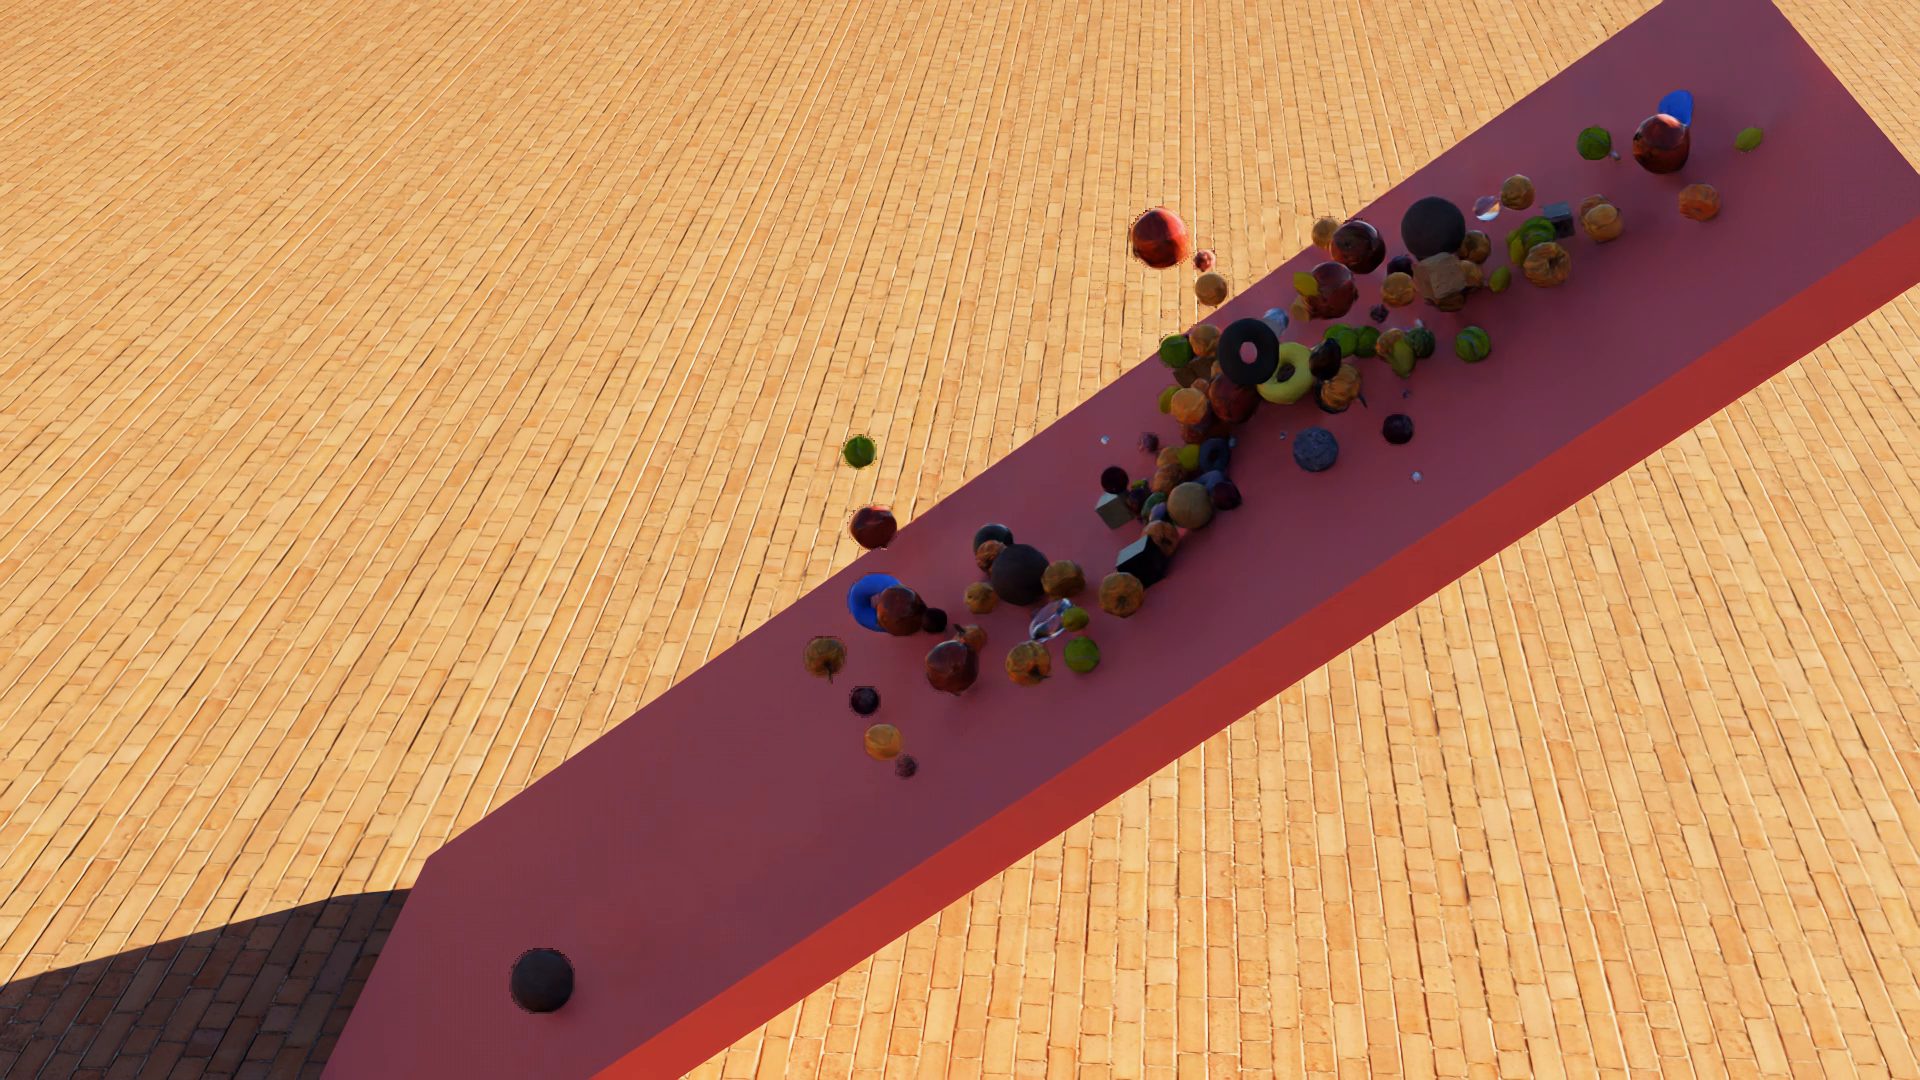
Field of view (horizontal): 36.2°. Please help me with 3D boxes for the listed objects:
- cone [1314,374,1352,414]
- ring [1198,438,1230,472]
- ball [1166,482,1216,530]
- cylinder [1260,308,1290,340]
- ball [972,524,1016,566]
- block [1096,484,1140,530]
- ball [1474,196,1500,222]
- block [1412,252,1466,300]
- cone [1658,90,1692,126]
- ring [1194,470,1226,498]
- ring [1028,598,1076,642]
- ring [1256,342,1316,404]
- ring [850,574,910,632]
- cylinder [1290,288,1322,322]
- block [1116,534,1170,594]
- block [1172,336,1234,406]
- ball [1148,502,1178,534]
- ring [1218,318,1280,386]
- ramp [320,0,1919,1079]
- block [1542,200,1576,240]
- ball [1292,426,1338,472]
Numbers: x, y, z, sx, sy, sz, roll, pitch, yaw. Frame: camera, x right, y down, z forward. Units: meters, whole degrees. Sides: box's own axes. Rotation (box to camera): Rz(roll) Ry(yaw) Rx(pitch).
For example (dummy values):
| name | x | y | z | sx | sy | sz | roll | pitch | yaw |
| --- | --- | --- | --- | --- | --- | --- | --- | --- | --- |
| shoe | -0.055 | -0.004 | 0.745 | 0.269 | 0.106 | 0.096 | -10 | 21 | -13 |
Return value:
| name | x | y | z | sx | sy | sz | roll | pitch | yaw |
| --- | --- | --- | --- | --- | --- | --- | --- | --- | --- |
| cone | 0.769 | -0.301 | 5.932 | 0.083 | 0.083 | 0.083 | 13 | 18 | 28 |
| ring | 0.525 | -0.174 | 6.076 | 0.078 | 0.078 | 0.026 | -15 | 19 | -31 |
| ball | 0.463 | -0.069 | 5.891 | 0.096 | 0.096 | 0.096 | 0 | 23 | 0 |
| cylinder | 0.643 | -0.442 | 6.037 | 0.052 | 0.052 | 0.052 | 10 | 30 | 22 |
| ball | 0.075 | 0.010 | 6.552 | 0.095 | 0.095 | 0.095 | 0 | 23 | 0 |
| block | 0.334 | -0.070 | 6.251 | 0.061 | 0.061 | 0.061 | -30 | 18 | 29 |
| ball | 1.080 | -0.680 | 6.030 | 0.053 | 0.053 | 0.053 | 0 | 23 | 0 |
| block | 0.925 | -0.510 | 5.681 | 0.068 | 0.068 | 0.068 | -24 | 13 | -12 |
| cone | 1.458 | -0.855 | 5.932 | 0.075 | 0.075 | 0.075 | -5 | 44 | -13 |
| ring | 0.499 | -0.103 | 6.018 | 0.103 | 0.034 | 0.103 | -35 | 17 | 12 |
| ring | 0.187 | 0.163 | 5.980 | 0.111 | 0.037 | 0.111 | -37 | 18 | 14 |
| ring | 0.670 | -0.343 | 6.047 | 0.138 | 0.138 | 0.046 | 17 | -15 | 35 |
| ring | -0.179 | 0.141 | 6.600 | 0.140 | 0.140 | 0.047 | 3 | 24 | 8 |
| cylinder | 0.766 | -0.519 | 6.516 | 0.052 | 0.052 | 0.052 | 18 | 58 | 37 |
| block | 0.362 | 0.048 | 5.839 | 0.071 | 0.071 | 0.071 | -32 | 17 | 25 |
| block | 0.550 | -0.378 | 6.554 | 0.096 | 0.096 | 0.096 | -28 | 19 | 35 |
| ball | 0.415 | -0.044 | 5.985 | 0.065 | 0.065 | 0.065 | 0 | 23 | 0 |
| ring | 0.571 | -0.371 | 5.819 | 0.135 | 0.135 | 0.045 | -10 | 4 | -23 |
| ramp | 0.128 | 0.180 | 6.324 | 4.000 | 0.100 | 2.000 | -34 | 16 | 17 |
| block | 1.177 | -0.627 | 5.785 | 0.051 | 0.051 | 0.051 | -13 | 32 | 8 |
| ball | 0.687 | -0.175 | 5.688 | 0.088 | 0.088 | 0.088 | 0 | 23 | 0 |
